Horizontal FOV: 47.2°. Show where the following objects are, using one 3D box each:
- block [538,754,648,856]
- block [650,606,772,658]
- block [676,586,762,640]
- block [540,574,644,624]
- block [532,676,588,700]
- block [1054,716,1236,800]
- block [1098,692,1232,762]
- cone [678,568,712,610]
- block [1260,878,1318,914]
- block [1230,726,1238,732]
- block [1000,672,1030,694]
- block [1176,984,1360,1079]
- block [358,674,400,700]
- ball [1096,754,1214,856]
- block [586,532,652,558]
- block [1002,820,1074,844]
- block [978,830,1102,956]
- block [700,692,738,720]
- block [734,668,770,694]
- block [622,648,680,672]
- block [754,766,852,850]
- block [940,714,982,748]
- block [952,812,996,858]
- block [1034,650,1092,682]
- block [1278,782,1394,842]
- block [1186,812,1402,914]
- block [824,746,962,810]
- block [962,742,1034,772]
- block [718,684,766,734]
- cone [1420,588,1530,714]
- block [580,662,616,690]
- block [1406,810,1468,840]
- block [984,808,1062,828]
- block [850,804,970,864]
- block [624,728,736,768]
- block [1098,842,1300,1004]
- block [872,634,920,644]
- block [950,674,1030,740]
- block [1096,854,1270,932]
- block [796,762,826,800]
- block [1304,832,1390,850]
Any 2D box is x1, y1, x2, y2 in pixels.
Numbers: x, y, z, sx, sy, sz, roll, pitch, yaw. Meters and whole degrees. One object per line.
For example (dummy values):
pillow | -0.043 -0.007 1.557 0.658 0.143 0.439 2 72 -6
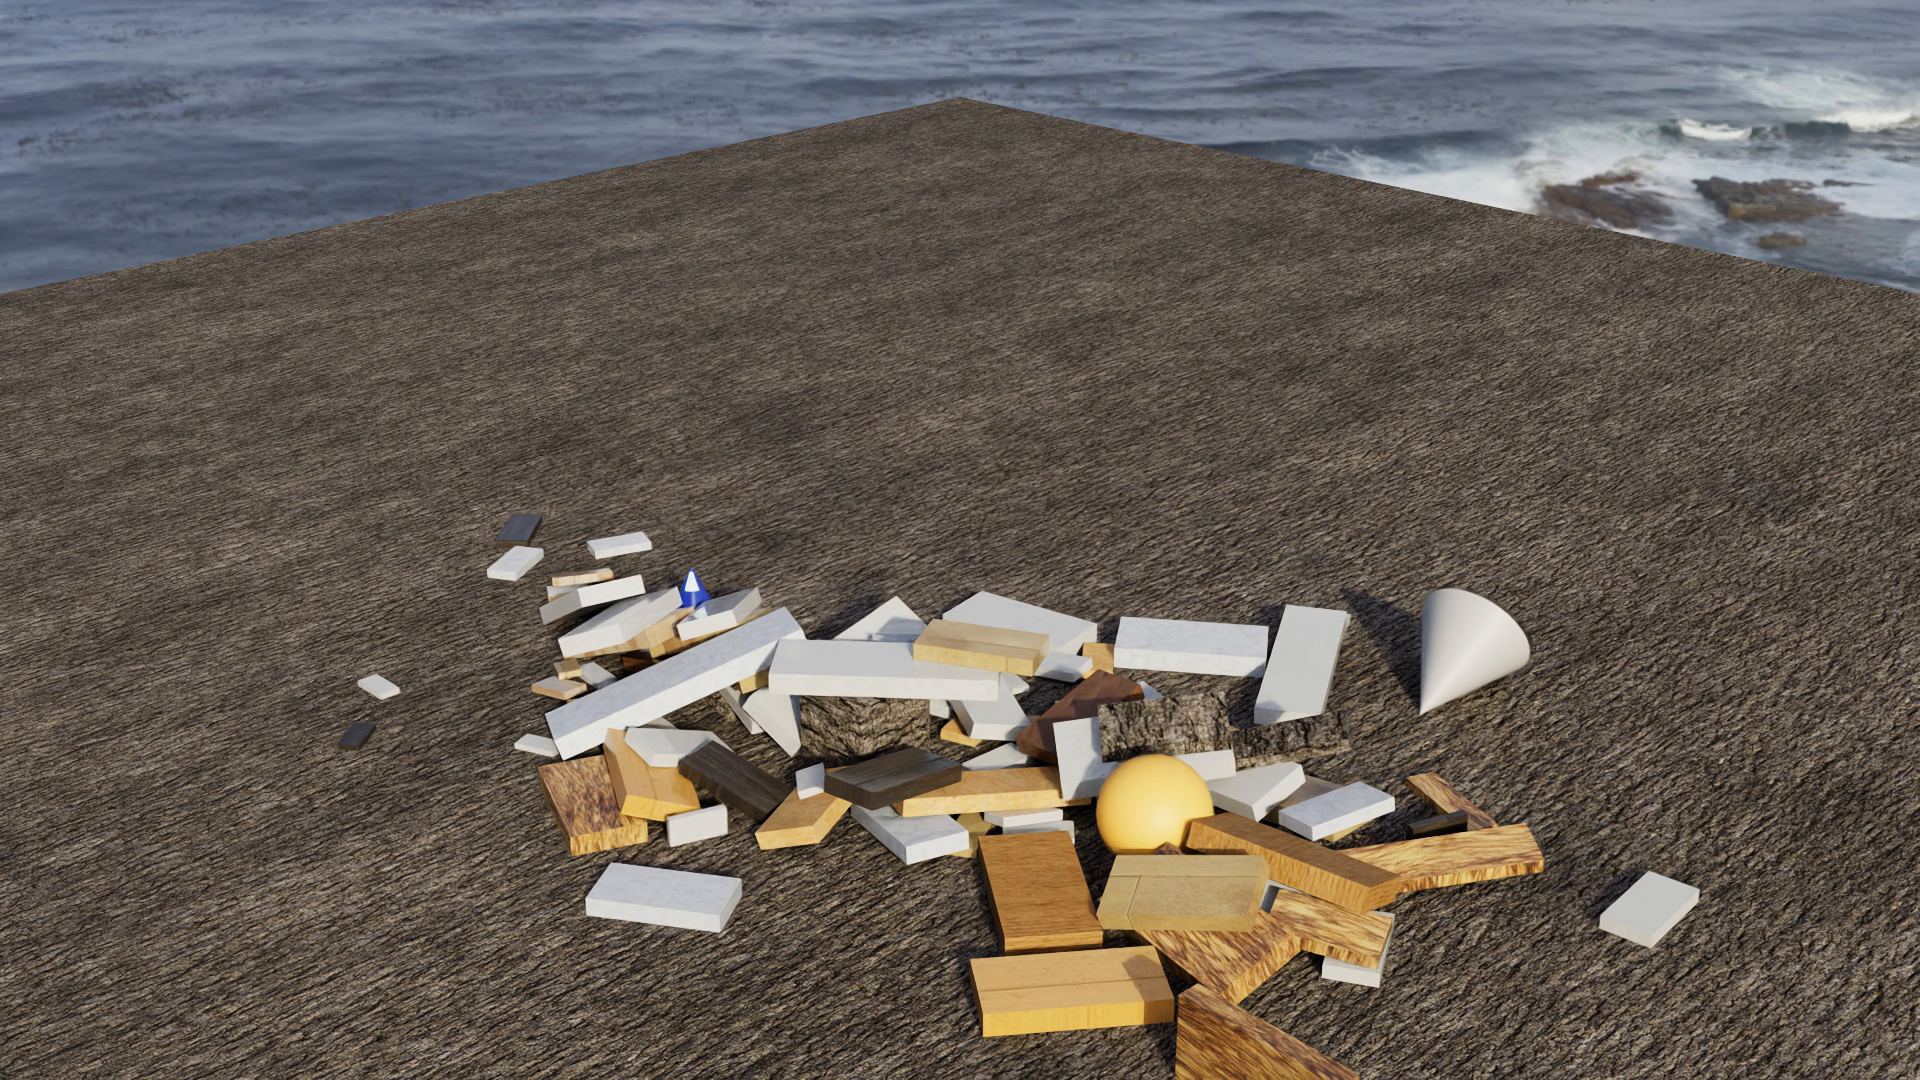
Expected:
block | -0.745 0.533 4.450 0.153 0.043 0.306 -9 25 -20
block | -0.563 0.209 4.978 0.263 0.037 0.131 -12 9 30
block | -0.541 0.165 4.964 0.131 0.037 0.263 -16 8 9
block | -0.869 0.142 5.181 0.155 0.044 0.310 -13 -3 -28
block | -0.899 0.332 4.930 0.122 0.017 0.061 8 22 43
block | 0.370 0.422 4.437 0.346 0.049 0.173 -9 40 3
block | 0.409 0.376 4.416 0.257 0.036 0.129 -6 40 5
cone | -0.631 0.144 5.194 0.177 0.177 0.177 0 23 0
block | 0.553 0.692 4.023 0.104 0.030 0.209 25 45 33
block | 0.455 0.413 4.734 0.295 0.042 0.148 19 30 38
block | 0.116 0.322 4.984 0.045 0.013 0.091 -11 25 -24
block | 0.486 0.860 3.522 0.047 0.166 0.332 -20 30 -38
block | -1.312 0.331 4.963 0.048 0.014 0.096 -21 31 -40
ball | 0.375 0.524 4.235 0.226 0.226 0.226 0 23 0
block | -0.884 0.014 5.702 0.149 0.021 0.075 -11 25 -23
block | 0.155 0.583 4.362 0.141 0.020 0.071 0 23 1
block | 0.146 0.664 4.131 0.179 0.051 0.357 -3 23 -7
block | -0.533 0.332 4.938 0.113 0.032 0.226 -17 28 -35
block | -0.457 0.263 4.824 0.131 0.037 0.263 -19 19 -17
block | -0.654 0.276 5.003 0.113 0.032 0.226 -20 17 -42
block | -0.291 0.533 4.405 0.133 0.038 0.266 -11 17 26
block | 0.033 0.397 4.795 0.083 0.023 0.166 11 25 25
block | 0.019 0.583 4.361 0.071 0.020 0.141 7 24 16
block | 0.211 0.285 5.028 0.166 0.023 0.083 8 27 34
block | 0.733 0.526 4.280 0.204 0.029 0.102 -15 20 -28
block | 0.621 0.598 4.094 0.357 0.051 0.179 18 8 29
block | -0.131 0.471 4.358 0.131 0.037 0.262 15 18 38
block | 0.079 0.470 4.627 0.145 0.021 0.072 -20 30 -38
block | -0.452 0.342 4.837 0.113 0.032 0.226 -11 34 -27
cone | 1.090 0.296 4.911 0.265 0.265 0.265 18 55 36
block | -0.831 0.309 5.014 0.051 0.015 0.103 -18 29 -36
block | 0.936 0.577 4.316 0.133 0.067 0.019 -11 25 -24
block | 0.127 0.549 4.387 0.141 0.020 0.071 -3 6 -32
block | -0.102 0.561 4.353 0.133 0.038 0.266 -11 19 -24
block | -0.580 0.434 4.583 0.216 0.031 0.108 8 20 -44
block | 0.426 0.695 3.970 0.179 0.051 0.357 -36 36 -17
block | -0.019 0.245 4.962 0.328 0.047 0.164 3 2 -40
block | 0.050 0.350 4.784 0.133 0.038 0.266 5 25 -21
block | 0.403 0.638 3.979 0.287 0.041 0.144 -4 39 27
block | -0.301 0.489 4.464 0.060 0.017 0.120 -19 15 -1
block | 0.772 0.612 4.281 0.203 0.029 0.102 13 26 27
